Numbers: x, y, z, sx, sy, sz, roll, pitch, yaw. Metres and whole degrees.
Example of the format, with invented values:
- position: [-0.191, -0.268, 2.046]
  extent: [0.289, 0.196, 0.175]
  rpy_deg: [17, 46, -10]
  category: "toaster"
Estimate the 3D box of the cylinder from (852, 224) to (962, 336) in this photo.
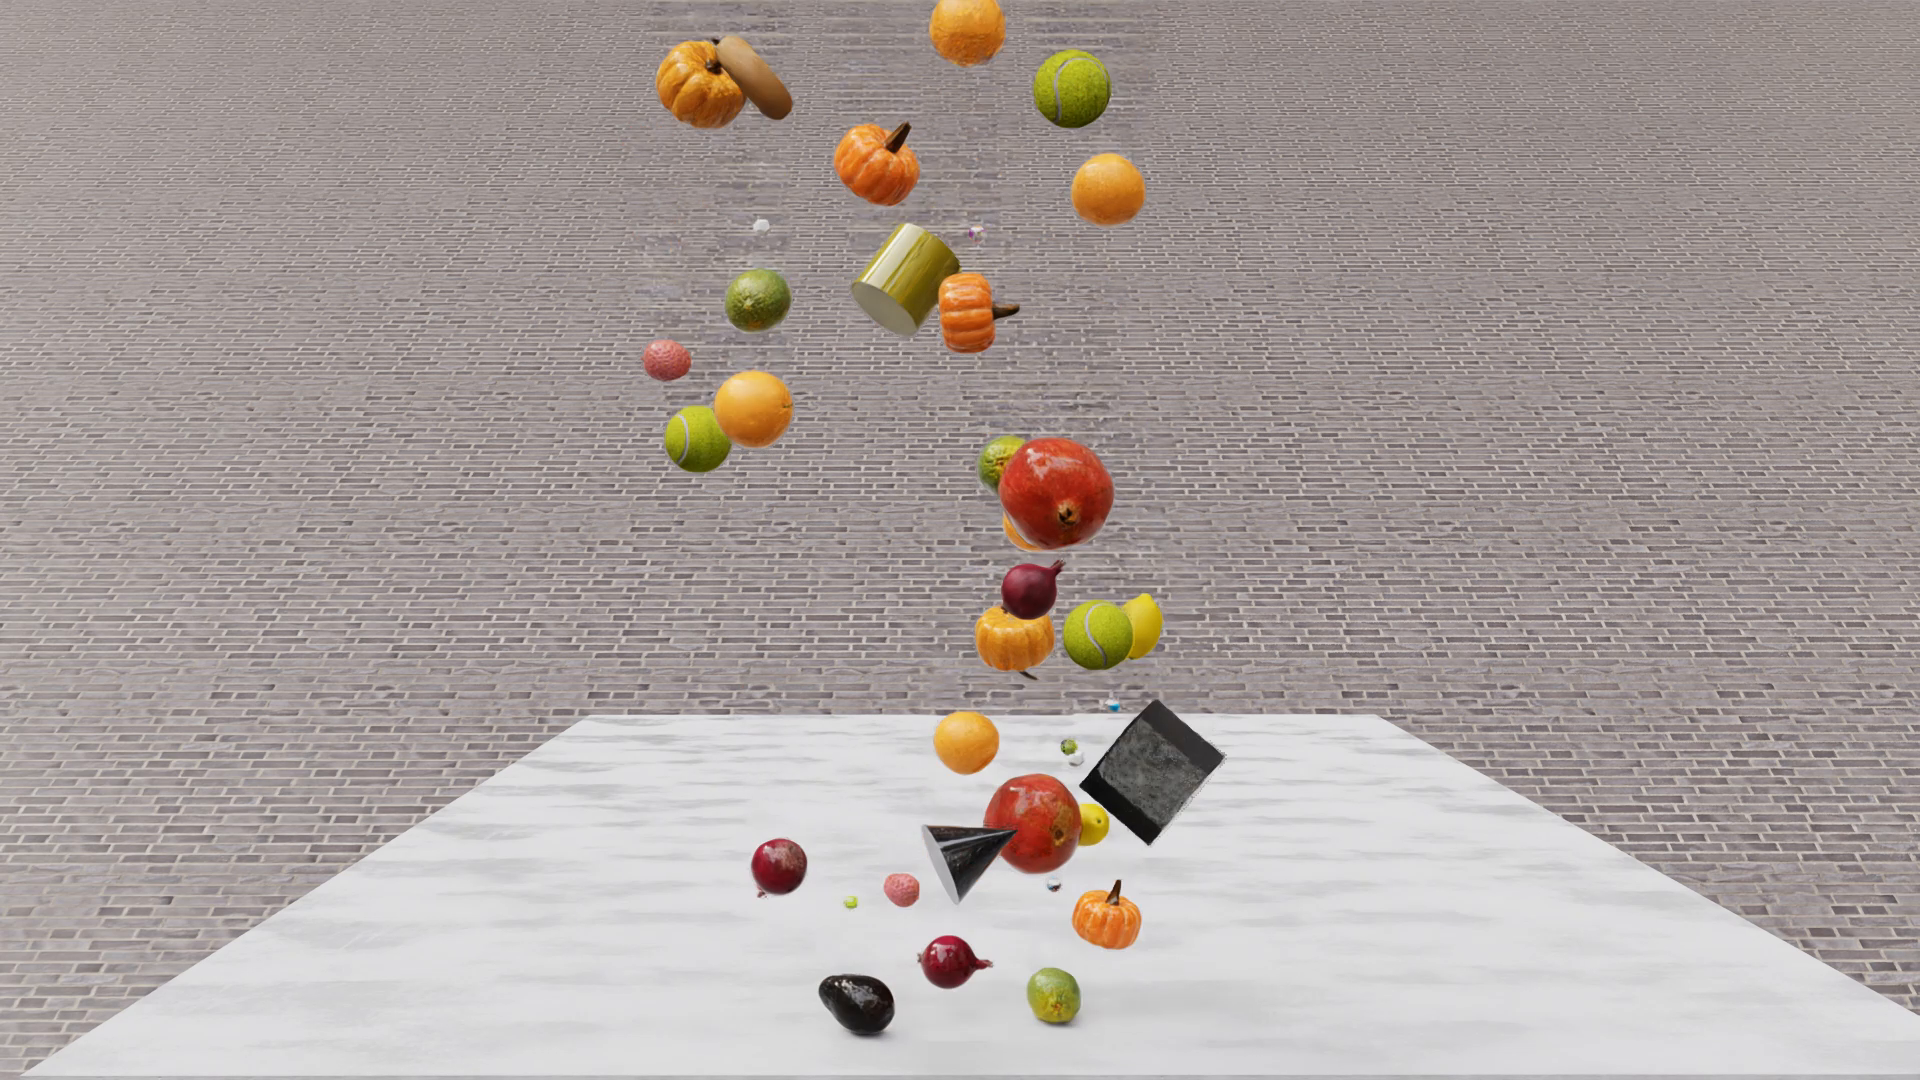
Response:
- position: [-0.057, -0.278, 2.757]
  extent: [0.085, 0.085, 0.085]
  rpy_deg: [22, 67, 37]
  category: "cylinder"

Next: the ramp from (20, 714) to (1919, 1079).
- position: [0.060, 0.539, 4.575]
  extent: [2.000, 0.100, 4.000]
  rpy_deg: [0, 1, 0]
  category: "ramp"

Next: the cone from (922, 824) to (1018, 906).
- position: [0.021, 0.324, 2.723]
  extent: [0.092, 0.092, 0.092]
  rpy_deg: [-23, 31, -12]
  category: "cone"

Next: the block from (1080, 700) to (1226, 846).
- position: [0.200, 0.240, 2.679]
  extent: [0.094, 0.094, 0.094]
  rpy_deg: [40, 19, 8]
  category: "block"

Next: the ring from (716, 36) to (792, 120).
- position: [-0.193, -0.434, 2.421]
  extent: [0.031, 0.093, 0.093]
  rpy_deg: [-41, 33, 1]
  category: "ring"
